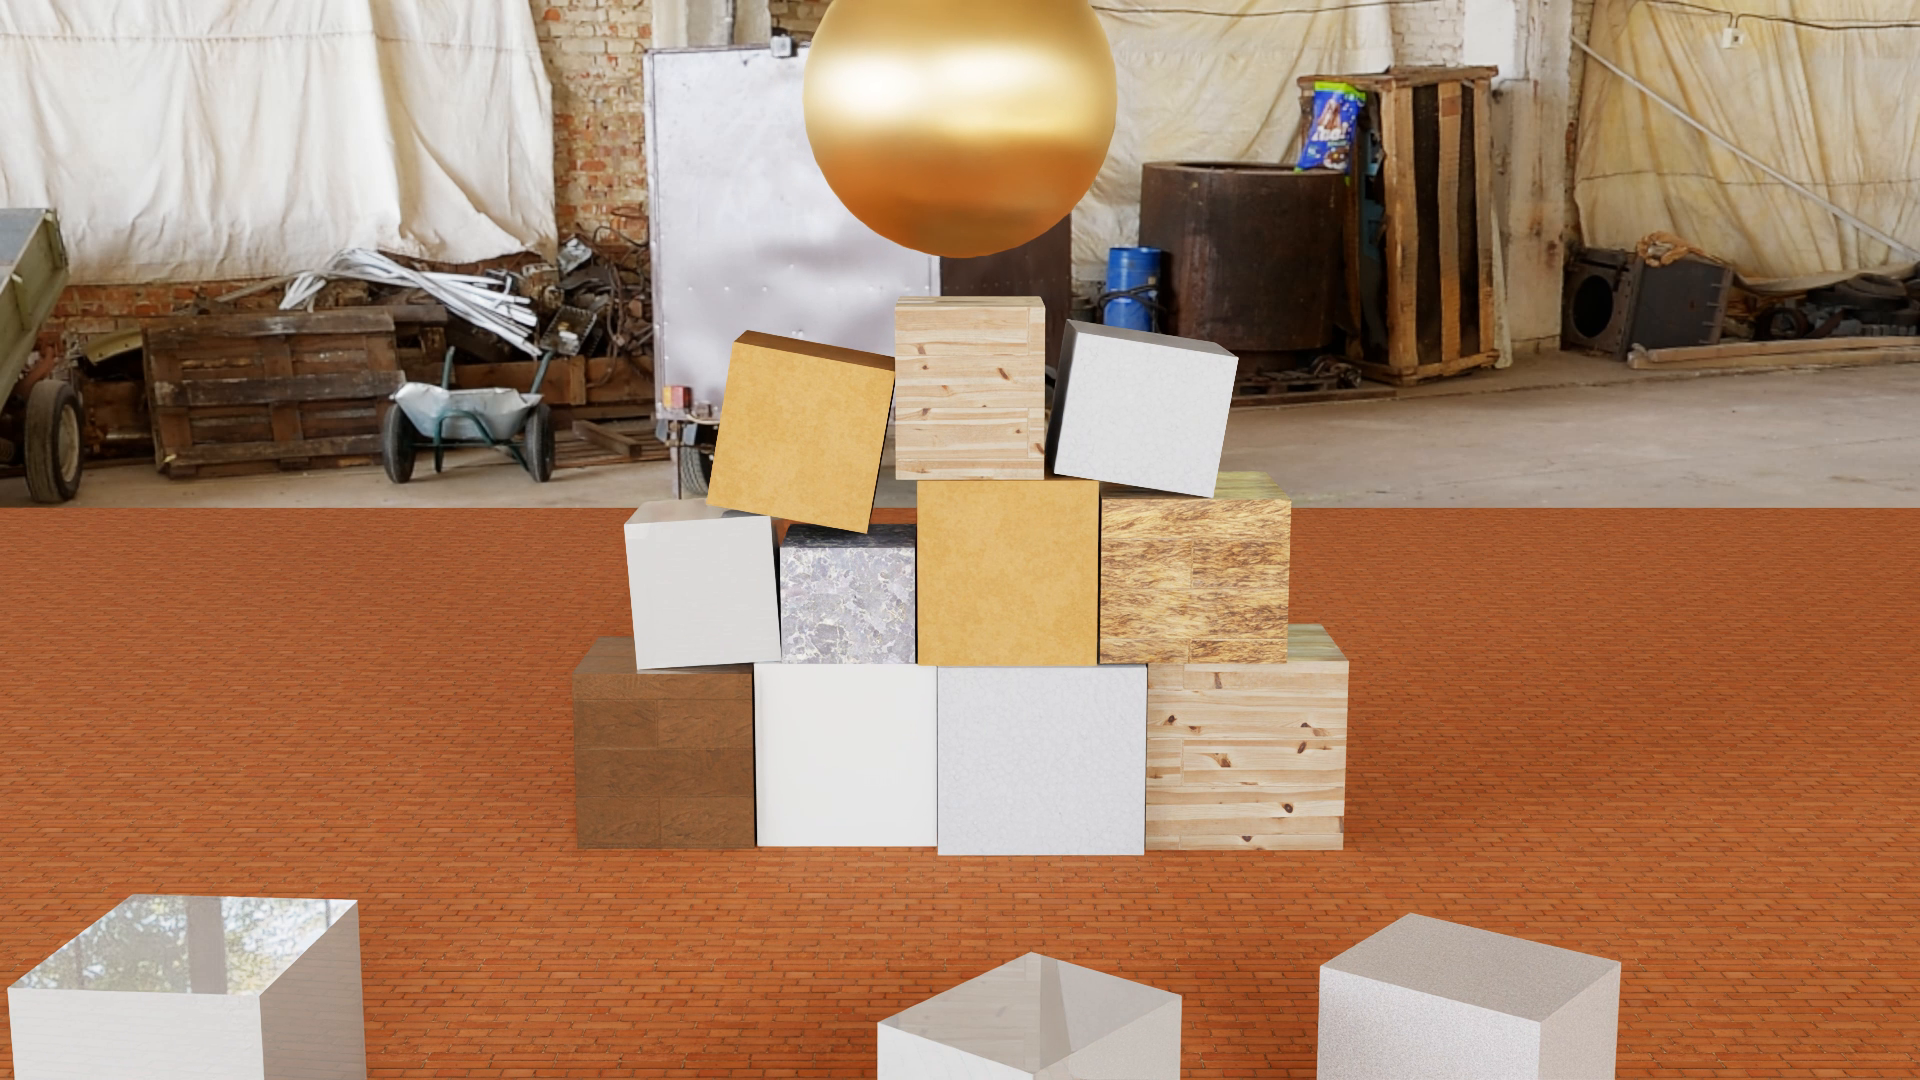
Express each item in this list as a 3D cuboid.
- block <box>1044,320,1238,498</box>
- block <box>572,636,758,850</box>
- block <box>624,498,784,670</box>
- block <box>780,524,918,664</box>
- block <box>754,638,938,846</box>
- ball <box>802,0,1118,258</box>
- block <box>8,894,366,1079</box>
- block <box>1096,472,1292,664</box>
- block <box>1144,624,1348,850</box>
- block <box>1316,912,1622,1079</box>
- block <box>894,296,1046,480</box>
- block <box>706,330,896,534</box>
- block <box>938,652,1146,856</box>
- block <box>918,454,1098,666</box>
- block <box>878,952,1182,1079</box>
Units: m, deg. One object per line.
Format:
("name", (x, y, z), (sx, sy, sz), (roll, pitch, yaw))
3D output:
("block", (0.889, -0.671, 11.012), (0.783, 0.692, 0.768), (9, 10, -3))
("block", (-1.475, 1.033, 11.357), (0.889, 0.905, 0.825), (0, 10, 0))
("block", (-1.272, 0.199, 11.236), (0.722, 0.734, 0.695), (-4, 10, 1))
("block", (-0.555, 0.265, 11.209), (0.662, 0.585, 0.697), (0, 10, 0))
("block", (-0.568, 1.010, 11.381), (0.905, 0.942, 0.781), (0, 10, 0))
("ball", (0.000, -2.236, 11.133), (1.600, 1.600, 1.600), (0, 10, 0))
("block", (-2.496, 1.766, 7.232), (0.796, 0.937, 0.859), (1, 10, 5))
("block", (1.147, 0.123, 11.190), (0.918, 0.816, 0.913), (0, 10, 0))
("block", (1.425, 0.999, 11.363), (0.990, 0.969, 0.862), (0, 10, 0))
("block", (1.763, 1.809, 7.650), (0.801, 0.703, 0.675), (8, 13, 37))
("block", (0.049, -0.771, 10.981), (0.721, 0.839, 0.709), (0, 10, 0))
("block", (-0.778, -0.558, 11.082), (0.801, 0.812, 0.690), (10, 10, -2))
("block", (0.402, 1.008, 11.351), (1.026, 0.956, 1.000), (0, 10, 0))
("block", (0.231, 0.085, 11.190), (0.880, 0.919, 0.911), (0, 10, 0))
("block", (0.231, 1.877, 7.114), (0.618, 0.762, 0.794), (8, 13, 39))
